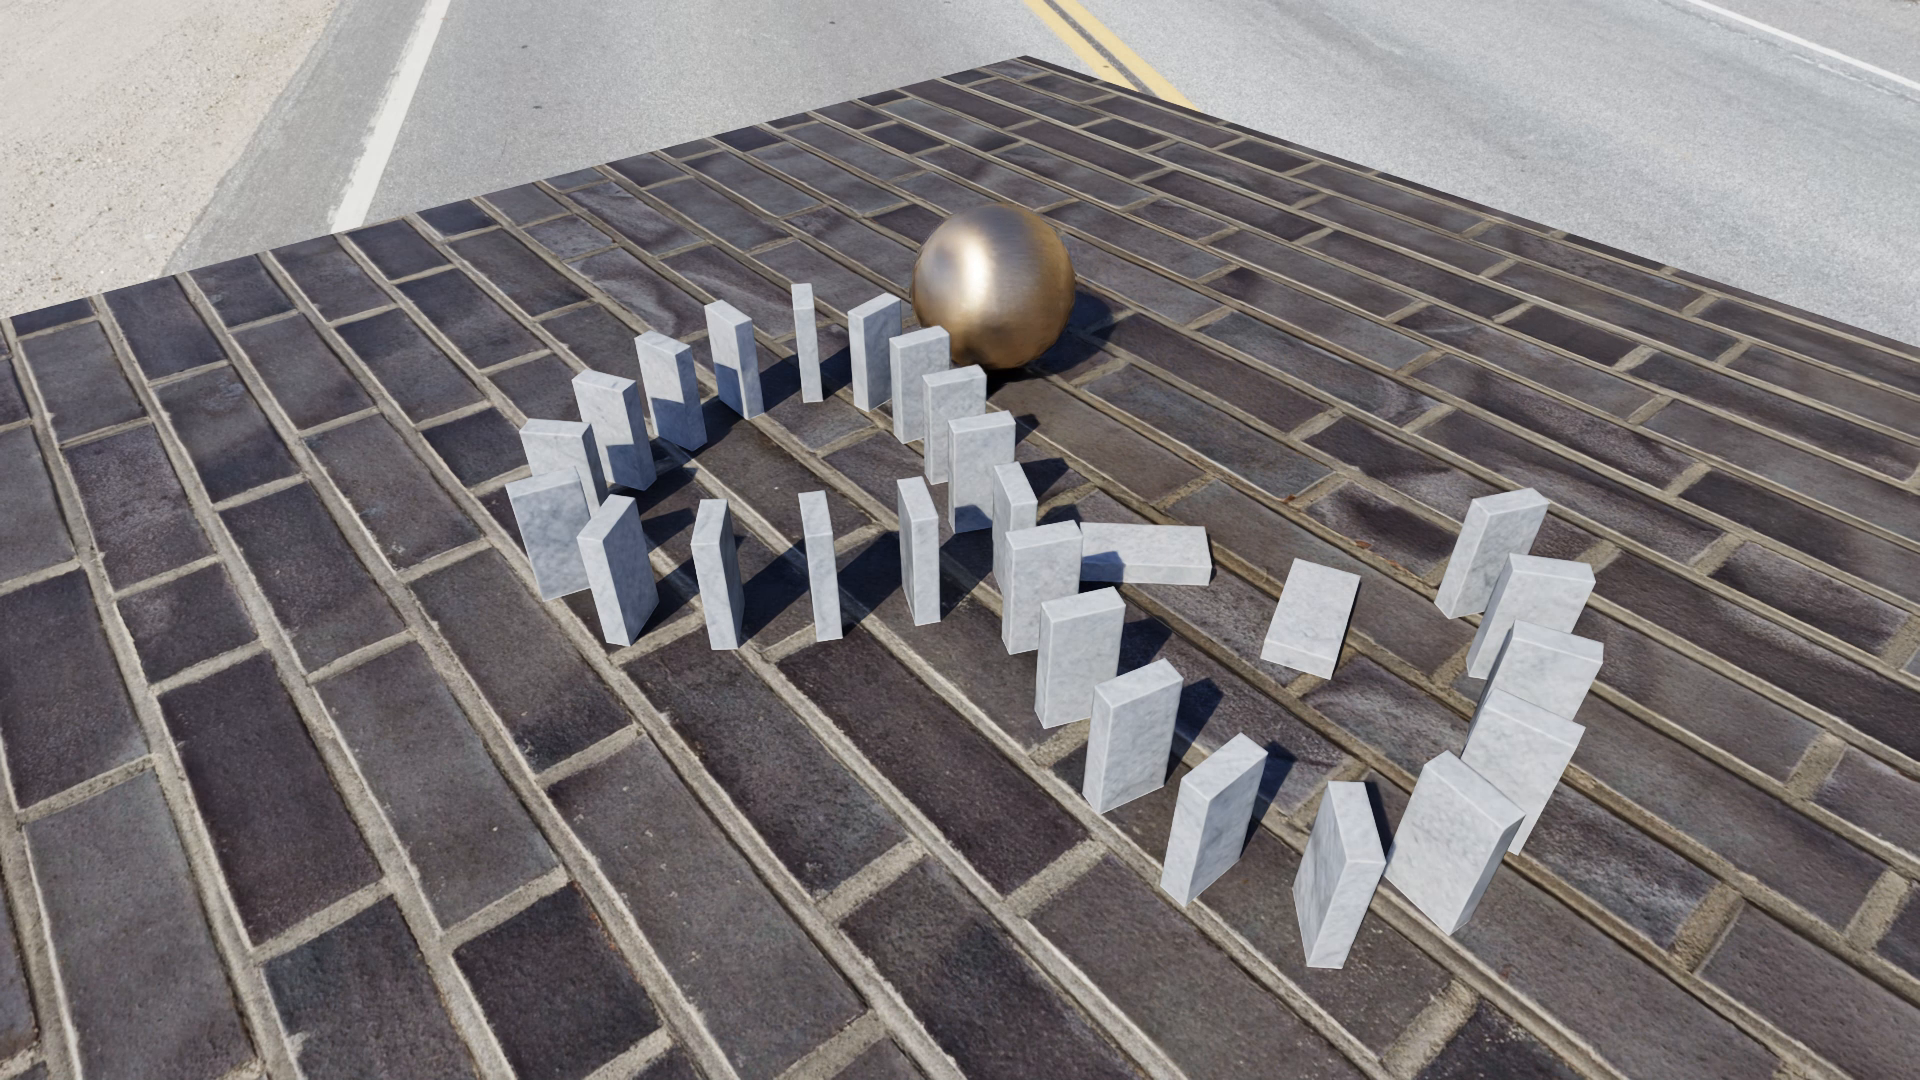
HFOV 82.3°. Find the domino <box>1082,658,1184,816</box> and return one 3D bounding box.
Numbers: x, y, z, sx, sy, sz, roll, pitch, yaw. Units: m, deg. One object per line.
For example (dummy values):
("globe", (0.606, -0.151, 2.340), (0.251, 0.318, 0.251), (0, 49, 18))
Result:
("domino", (0.052, 0.061, 0.337), (0.025, 0.050, 0.010), (-18, 43, -21))

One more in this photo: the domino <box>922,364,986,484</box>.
("domino", (-0.002, -0.049, 0.471), (0.025, 0.050, 0.009), (-13, 41, -16))

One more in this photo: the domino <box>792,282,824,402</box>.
("domino", (-0.073, -0.094, 0.526), (0.009, 0.050, 0.025), (-6, 40, -7))

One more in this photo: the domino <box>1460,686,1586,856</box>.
("domino", (0.163, 0.069, 0.327), (0.025, 0.050, 0.009), (27, 46, 29))

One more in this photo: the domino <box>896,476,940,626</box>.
("domino", (-0.015, 0.004, 0.406), (0.010, 0.050, 0.025), (-9, 40, -11))

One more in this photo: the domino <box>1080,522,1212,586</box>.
("domino", (0.073, 0.005, 0.437), (0.050, 0.009, 0.025), (2, 39, 3))

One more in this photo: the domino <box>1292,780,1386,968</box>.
("domino", (0.102, 0.092, 0.300), (0.010, 0.050, 0.025), (2, 39, 3))

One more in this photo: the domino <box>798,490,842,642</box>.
("domino", (-0.051, 0.010, 0.399), (0.009, 0.050, 0.025), (-8, 40, -9))

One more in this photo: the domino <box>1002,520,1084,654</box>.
("domino", (0.029, 0.017, 0.390), (0.025, 0.050, 0.010), (-10, 40, -12))

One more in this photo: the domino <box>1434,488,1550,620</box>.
("domino", (0.195, 0.005, 0.405), (0.025, 0.050, 0.009), (-10, 40, -12))

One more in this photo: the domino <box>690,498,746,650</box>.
("domino", (-0.087, 0.013, 0.396), (0.009, 0.050, 0.025), (-2, 39, -2))

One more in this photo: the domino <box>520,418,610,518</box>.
("domino", (-0.157, -0.024, 0.441), (0.025, 0.050, 0.009), (5, 40, 6))

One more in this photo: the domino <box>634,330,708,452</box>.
("domino", (-0.129, -0.067, 0.493), (0.025, 0.050, 0.010), (24, 45, 26))

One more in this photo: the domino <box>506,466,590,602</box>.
("domino", (-0.151, -0.002, 0.414), (0.025, 0.050, 0.009), (-18, 43, -21))

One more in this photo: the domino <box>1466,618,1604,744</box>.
("domino", (0.182, 0.050, 0.351), (0.025, 0.050, 0.009), (17, 42, 20))

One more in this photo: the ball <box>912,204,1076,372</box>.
("ball", (0.016, -0.122, 0.537), (0.080, 0.080, 0.080), (0, 39, 0))

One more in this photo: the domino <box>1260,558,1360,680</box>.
("domino", (0.131, 0.028, 0.409), (0.025, 0.009, 0.050), (17, 42, 19))

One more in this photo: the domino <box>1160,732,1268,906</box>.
("domino", (0.072, 0.080, 0.313), (0.025, 0.050, 0.010), (-28, 47, -30))

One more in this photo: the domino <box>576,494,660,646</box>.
("domino", (-0.123, 0.011, 0.398), (0.009, 0.050, 0.025), (8, 40, 10))

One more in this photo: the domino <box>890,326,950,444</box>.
("domino", (-0.018, -0.070, 0.497), (0.025, 0.050, 0.010), (-19, 43, -22))

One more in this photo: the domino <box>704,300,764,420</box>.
("domino", (-0.105, -0.084, 0.514), (0.009, 0.050, 0.025), (-29, 48, -31))

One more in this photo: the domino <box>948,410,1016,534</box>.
("domino", (0.009, -0.027, 0.444), (0.025, 0.050, 0.010), (-10, 40, -12))

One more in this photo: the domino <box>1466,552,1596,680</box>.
("domino", (0.194, 0.028, 0.377), (0.025, 0.050, 0.009), (9, 40, 10))

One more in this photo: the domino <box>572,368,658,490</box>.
("domino", (-0.147, -0.046, 0.468), (0.025, 0.050, 0.010), (15, 42, 17))

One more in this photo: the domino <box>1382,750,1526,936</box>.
("domino", (0.137, 0.085, 0.307), (0.009, 0.050, 0.025), (-22, 44, -24))

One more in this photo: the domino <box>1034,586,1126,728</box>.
("domino", (0.039, 0.039, 0.363), (0.025, 0.050, 0.010), (-11, 41, -14))

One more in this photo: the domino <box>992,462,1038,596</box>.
("domino", (0.020, -0.001, 0.413), (0.010, 0.050, 0.025), (-8, 40, -10))

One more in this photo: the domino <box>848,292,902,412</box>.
("domino", (-0.039, -0.088, 0.519), (0.009, 0.050, 0.025), (29, 47, 31))
